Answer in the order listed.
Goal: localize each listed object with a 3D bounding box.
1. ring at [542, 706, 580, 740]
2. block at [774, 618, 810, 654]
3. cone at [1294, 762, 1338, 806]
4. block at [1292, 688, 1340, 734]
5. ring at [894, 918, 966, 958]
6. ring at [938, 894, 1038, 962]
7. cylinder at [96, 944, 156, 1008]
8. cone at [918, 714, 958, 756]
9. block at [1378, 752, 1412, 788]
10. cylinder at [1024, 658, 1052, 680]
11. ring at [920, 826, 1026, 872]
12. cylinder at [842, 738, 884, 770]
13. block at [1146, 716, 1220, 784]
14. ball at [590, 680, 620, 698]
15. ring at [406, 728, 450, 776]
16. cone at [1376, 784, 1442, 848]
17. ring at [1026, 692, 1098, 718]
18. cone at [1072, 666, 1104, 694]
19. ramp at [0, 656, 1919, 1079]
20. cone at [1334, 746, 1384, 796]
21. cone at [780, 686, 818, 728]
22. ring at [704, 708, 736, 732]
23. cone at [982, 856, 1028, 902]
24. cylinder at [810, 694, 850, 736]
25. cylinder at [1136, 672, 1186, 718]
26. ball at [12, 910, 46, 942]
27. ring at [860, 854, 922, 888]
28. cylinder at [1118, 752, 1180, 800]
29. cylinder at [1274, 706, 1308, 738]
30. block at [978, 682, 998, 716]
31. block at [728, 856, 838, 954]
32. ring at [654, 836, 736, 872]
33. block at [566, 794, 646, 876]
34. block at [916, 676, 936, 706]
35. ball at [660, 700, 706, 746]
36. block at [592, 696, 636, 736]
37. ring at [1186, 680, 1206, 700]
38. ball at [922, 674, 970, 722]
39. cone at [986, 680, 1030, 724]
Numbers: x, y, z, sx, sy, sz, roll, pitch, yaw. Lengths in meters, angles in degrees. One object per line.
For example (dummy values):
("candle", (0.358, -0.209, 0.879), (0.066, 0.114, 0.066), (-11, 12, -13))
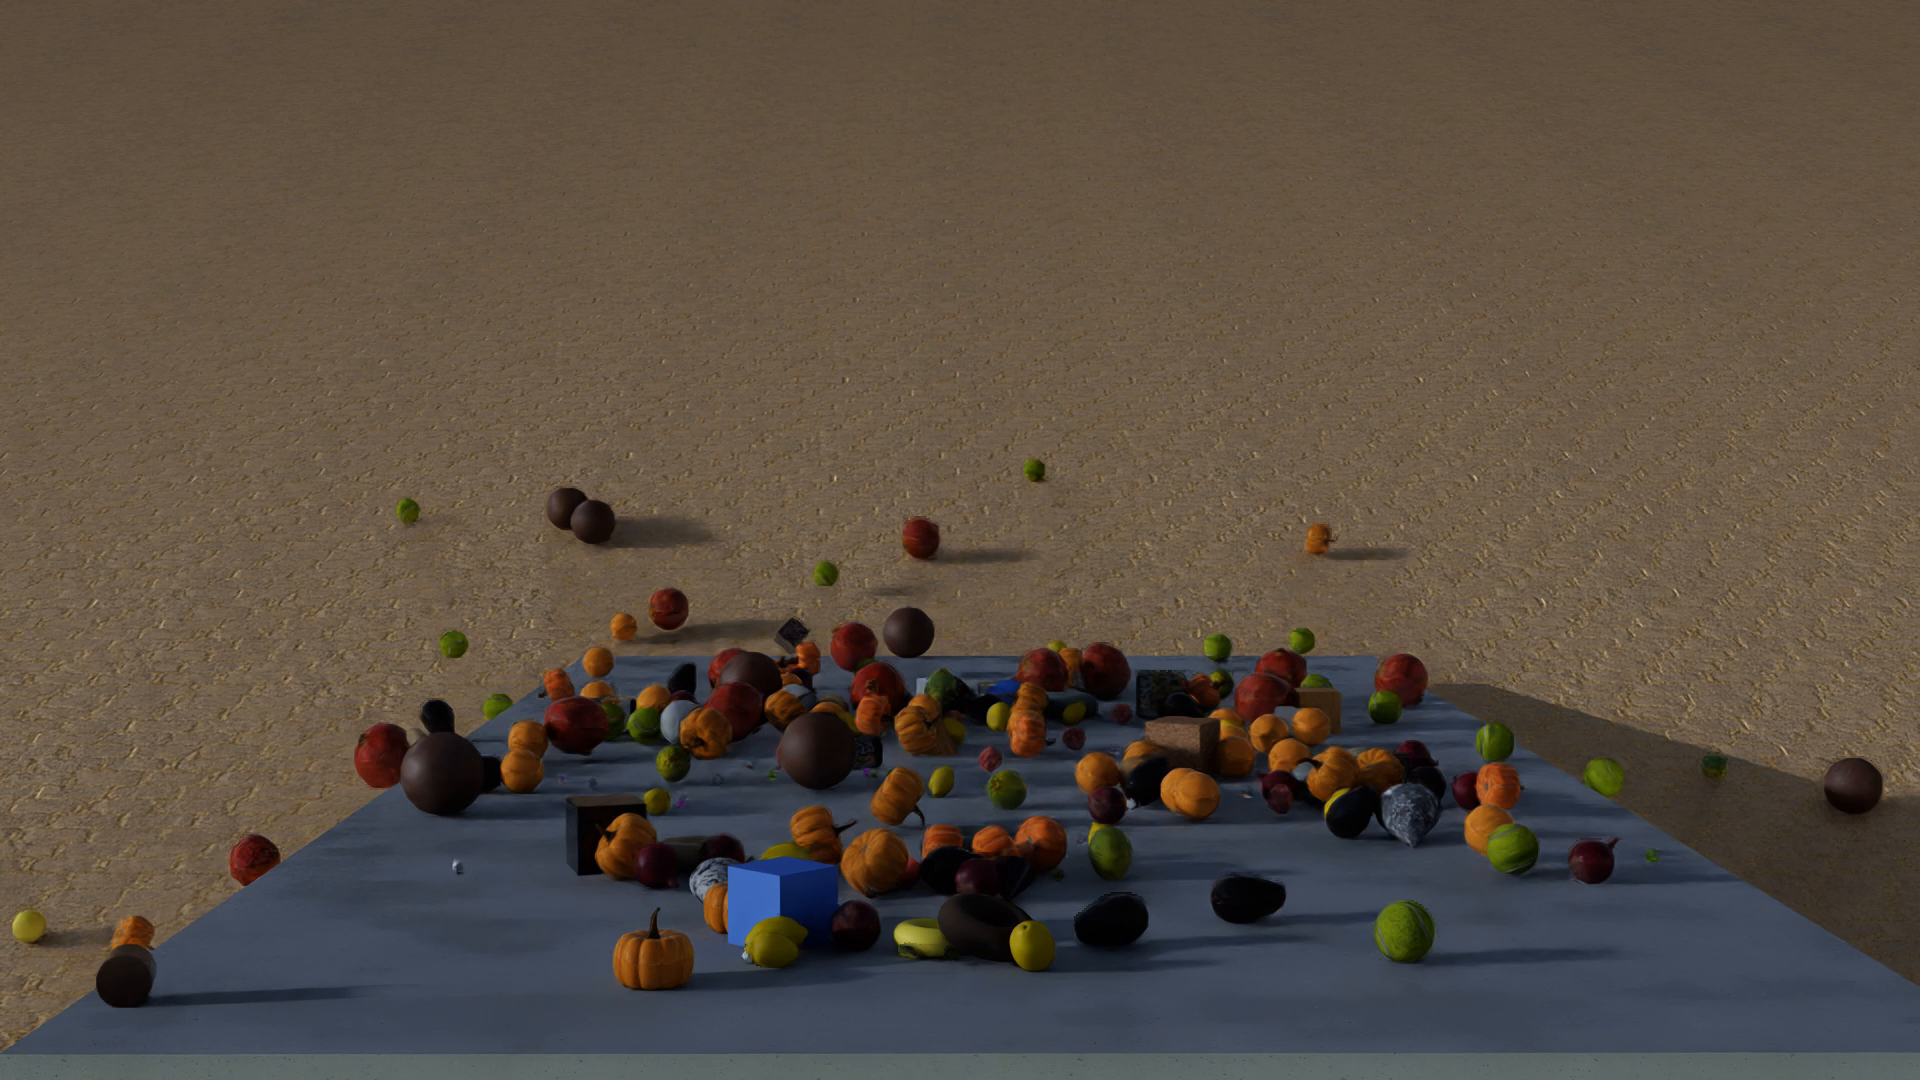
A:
("ring", (-0.760, 0.348, 4.895), (0.087, 0.029, 0.087), (-36, 12, 9))
("block", (-0.429, 0.244, 6.556), (0.059, 0.059, 0.059), (40, 65, 3))
("cone", (0.563, 0.406, 4.106), (0.074, 0.074, 0.074), (6, 43, 15))
("block", (0.696, 0.333, 5.027), (0.080, 0.080, 0.080), (0, 3, -3))
("ring", (-0.030, 0.465, 3.004), (0.098, 0.033, 0.098), (4, 2, 0))
("ring", (0.033, 0.446, 2.963), (0.120, 0.040, 0.120), (15, 16, -4))
("cylinder", (-0.892, 0.466, 2.750), (0.057, 0.057, 0.057), (-5, 4, -13))
("cone", (-0.040, 0.353, 4.713), (0.075, 0.075, 0.075), (0, 3, 0))
("block", (0.726, 0.386, 4.296), (0.053, 0.053, 0.053), (0, 3, 8))
("cylinder", (0.180, 0.299, 5.937), (0.051, 0.051, 0.051), (-1, 21, -11))
("ring", (0.018, 0.427, 3.563), (0.147, 0.049, 0.147), (1, 2, 0))
("cylinder", (-0.170, 0.374, 4.504), (0.053, 0.053, 0.053), (-3, 20, -29))
("block", (0.382, 0.357, 4.396), (0.099, 0.099, 0.099), (1, 3, 27))
("ball", (-0.746, 0.324, 5.402), (0.060, 0.060, 0.060), (0, 21, 0))
("ring", (-0.912, 0.363, 4.407), (0.033, 0.099, 0.099), (-41, 34, -11))
("cone", (0.654, 0.420, 3.732), (0.097, 0.097, 0.097), (2, 30, 5))
("ring", (0.207, 0.337, 5.245), (0.149, 0.050, 0.149), (1, -1, 0))
("cone", (0.296, 0.323, 5.664), (0.074, 0.074, 0.074), (-12, 20, -27))
("ramp", (0.050, 0.450, 4.532), (2.000, 0.100, 4.000), (0, 3, 0))
("cone", (0.664, 0.397, 4.226), (0.082, 0.082, 0.082), (-1, 31, -4))
("cone", (-0.335, 0.349, 5.081), (0.092, 0.092, 0.092), (8, 21, 19))
("ring", (-0.495, 0.355, 5.043), (0.113, 0.038, 0.113), (-1, 4, 0))
("cone", (0.063, 0.450, 3.321), (0.061, 0.061, 0.061), (-3, 48, -7))
("cylinder", (-0.252, 0.339, 4.993), (0.072, 0.072, 0.072), (0, 3, -1))
("cylinder", (0.410, 0.316, 5.238), (0.092, 0.092, 0.092), (1, 21, 12))
("ball", (-1.949, 0.809, 5.382), (0.067, 0.067, 0.067), (0, 21, 0))
("ring", (-0.093, 0.442, 3.432), (0.083, 0.028, 0.083), (2, 13, 0))
("cylinder", (0.307, 0.383, 4.181), (0.070, 0.070, 0.070), (20, 16, 41))
("cylinder", (0.633, 0.348, 4.930), (0.057, 0.057, 0.057), (3, 21, 16))
("block", (0.072, 0.327, 5.298), (0.064, 0.064, 0.064), (0, 3, -4))
("block", (-0.210, 0.432, 3.049), (0.092, 0.092, 0.092), (3, 4, 44))
("ring", (-0.366, 0.433, 3.551), (0.114, 0.038, 0.114), (0, 2, 0))
("block", (-0.489, 0.406, 3.547), (0.093, 0.093, 0.093), (-1, 3, -18))
("block", (-0.050, 0.322, 5.448), (0.059, 0.059, 0.059), (-3, 4, -40))
("ball", (-0.518, 0.342, 4.807), (0.087, 0.087, 0.087), (0, 21, 0))
("block", (-0.673, 0.342, 5.011), (0.067, 0.067, 0.067), (-2, 3, -27))
("ring", (0.479, 0.326, 5.578), (0.113, 0.038, 0.113), (-1, 2, 0))
("ball", (-0.027, 0.318, 5.181), (0.095, 0.095, 0.095), (0, 21, 0))
("cone", (0.099, 0.345, 5.176), (0.090, 0.090, 0.090), (-2, 30, -4))
